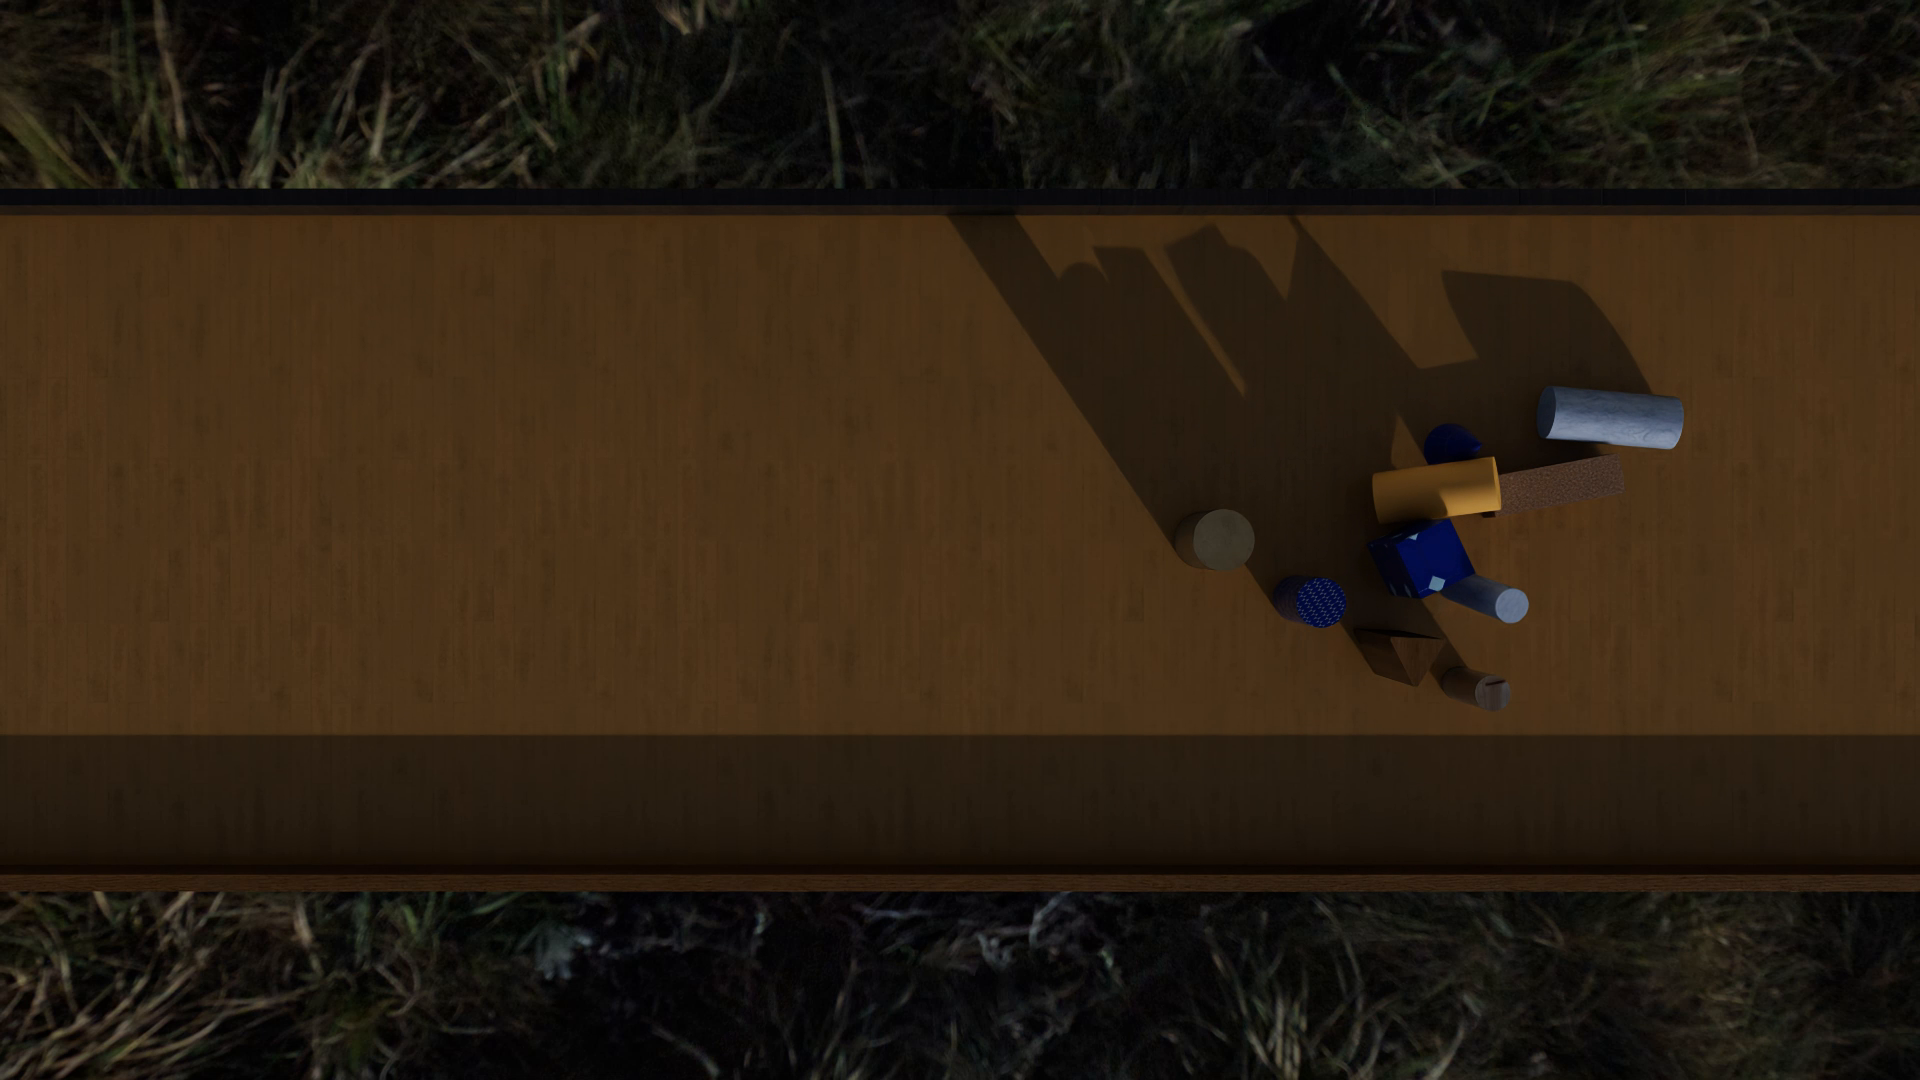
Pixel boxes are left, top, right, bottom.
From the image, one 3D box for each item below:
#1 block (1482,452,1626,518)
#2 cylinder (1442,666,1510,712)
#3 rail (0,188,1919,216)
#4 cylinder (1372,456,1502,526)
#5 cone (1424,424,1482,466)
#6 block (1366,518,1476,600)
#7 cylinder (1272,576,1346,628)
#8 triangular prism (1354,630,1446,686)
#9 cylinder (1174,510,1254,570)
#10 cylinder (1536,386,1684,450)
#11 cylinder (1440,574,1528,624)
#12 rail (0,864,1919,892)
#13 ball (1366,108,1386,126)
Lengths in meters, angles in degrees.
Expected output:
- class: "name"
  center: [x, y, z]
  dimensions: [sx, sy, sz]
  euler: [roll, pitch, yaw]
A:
- class: "block"
  center: [1.794, -0.165, 5.015]
  dimensions: [0.400, 0.123, 0.123]
  euler: [-11, 90, 0]
- class: "cylinder"
  center: [1.534, 0.441, 4.911]
  dimensions: [0.104, 0.331, 0.104]
  euler: [0, 90, 0]
- class: "rail"
  center: [-2.247, -1.025, 5.002]
  dimensions: [12.000, 0.150, 0.050]
  euler: [0, 90, 0]
- class: "cylinder"
  center: [1.426, -0.146, 4.936]
  dimensions: [0.349, 0.160, 0.160]
  euler: [-8, 90, 23]
- class: "cone"
  center: [1.509, -0.278, 4.920]
  dimensions: [0.164, 0.312, 0.164]
  euler: [0, 90, 0]
- class: "block"
  center: [1.365, 0.054, 4.906]
  dimensions: [0.174, 0.341, 0.174]
  euler: [-26, 90, 0]
- class: "cylinder"
  center: [1.034, 0.180, 4.897]
  dimensions: [0.143, 0.359, 0.143]
  euler: [0, 90, 0]
- class: "triangular prism"
  center: [1.267, 0.312, 4.858]
  dimensions: [0.134, 0.438, 0.155]
  euler: [33, 90, 0]
- class: "cylinder"
  center: [0.745, 0.000, 4.868]
  dimensions: [0.175, 0.416, 0.175]
  euler: [0, 90, 0]
- class: "cylinder"
  center: [1.966, -0.371, 4.996]
  dimensions: [0.383, 0.161, 0.161]
  euler: [5, 90, 0]
- class: "cylinder"
  center: [1.545, 0.161, 4.881]
  dimensions: [0.101, 0.378, 0.101]
  euler: [-1, 98, -8]
- class: "rail"
  center: [-2.247, 1.025, 5.001]
  dimensions: [12.000, 0.150, 0.050]
  euler: [0, 90, 0]
- class: "ball"
  center: [5.734, -5.829, 22.718]
  dimensions: [0.259, 0.259, 0.259]
  euler: [0, 90, 0]
